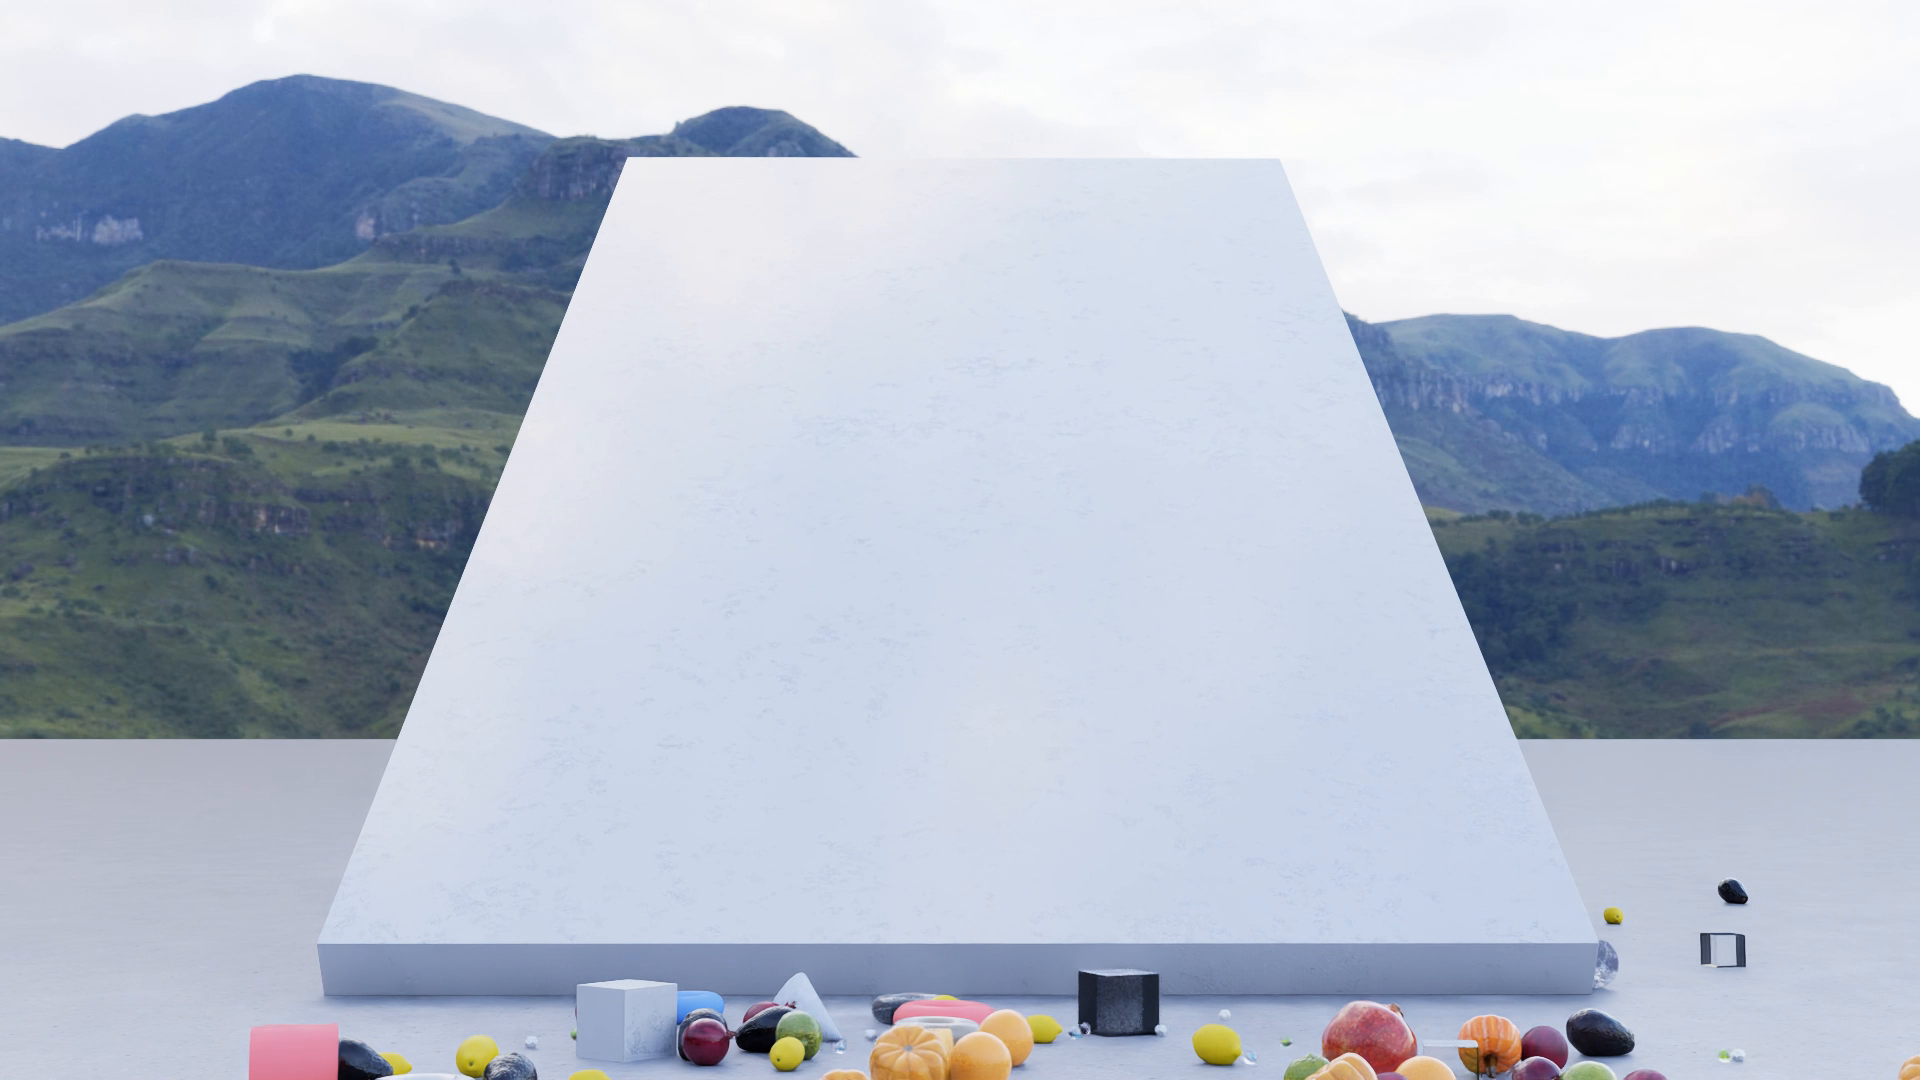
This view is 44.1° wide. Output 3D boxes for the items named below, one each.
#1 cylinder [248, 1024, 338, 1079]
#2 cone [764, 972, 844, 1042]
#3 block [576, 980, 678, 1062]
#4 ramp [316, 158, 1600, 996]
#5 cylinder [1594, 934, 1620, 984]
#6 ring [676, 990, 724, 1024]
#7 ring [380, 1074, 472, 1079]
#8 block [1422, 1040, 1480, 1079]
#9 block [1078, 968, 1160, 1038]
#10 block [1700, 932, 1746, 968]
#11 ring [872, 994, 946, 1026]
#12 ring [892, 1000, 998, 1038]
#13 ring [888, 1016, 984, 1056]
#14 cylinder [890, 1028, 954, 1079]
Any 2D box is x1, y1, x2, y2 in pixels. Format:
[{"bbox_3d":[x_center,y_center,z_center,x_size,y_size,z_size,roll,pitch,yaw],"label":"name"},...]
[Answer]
[{"bbox_3d":[-0.731,0.579,2.600,0.093,0.093,0.093,1,-5,-14],"label":"cylinder"},{"bbox_3d":[-0.195,0.651,3.191,0.100,0.100,0.100,27,6,21],"label":"cone"},{"bbox_3d":[-0.428,0.616,3.040,0.090,0.090,0.090,-4,-6,39],"label":"block"},{"bbox_3d":[-0.010,-0.227,5.500,2.000,0.100,4.000,0,27,0],"label":"ramp"},{"bbox_3d":[1.024,0.691,3.881,0.077,0.077,0.077,2,-21,-27],"label":"cylinder"},{"bbox_3d":[-0.397,0.672,3.403,0.116,0.039,0.116,-1,-5,0],"label":"ring"},{"bbox_3d":[-0.577,0.599,2.537,0.131,0.044,0.131,-1,-6,0],"label":"ring"},{"bbox_3d":[0.558,0.603,2.692,0.060,0.060,0.060,-1,-5,10],"label":"block"},{"bbox_3d":[0.219,0.639,3.275,0.082,0.082,0.082,2,-5,-25],"label":"block"},{"bbox_3d":[1.355,0.728,4.206,0.056,0.056,0.056,1,-5,-12],"label":"block"},{"bbox_3d":[-0.069,0.670,3.377,0.116,0.039,0.116,1,-5,0],"label":"ring"},{"bbox_3d":[-0.020,0.652,3.208,0.143,0.048,0.143,1,-5,0],"label":"ring"},{"bbox_3d":[-0.031,0.644,3.076,0.123,0.041,0.123,1,-5,0],"label":"ring"},{"bbox_3d":[-0.045,0.607,2.777,0.065,0.065,0.065,1,-5,-10],"label":"cylinder"}]
